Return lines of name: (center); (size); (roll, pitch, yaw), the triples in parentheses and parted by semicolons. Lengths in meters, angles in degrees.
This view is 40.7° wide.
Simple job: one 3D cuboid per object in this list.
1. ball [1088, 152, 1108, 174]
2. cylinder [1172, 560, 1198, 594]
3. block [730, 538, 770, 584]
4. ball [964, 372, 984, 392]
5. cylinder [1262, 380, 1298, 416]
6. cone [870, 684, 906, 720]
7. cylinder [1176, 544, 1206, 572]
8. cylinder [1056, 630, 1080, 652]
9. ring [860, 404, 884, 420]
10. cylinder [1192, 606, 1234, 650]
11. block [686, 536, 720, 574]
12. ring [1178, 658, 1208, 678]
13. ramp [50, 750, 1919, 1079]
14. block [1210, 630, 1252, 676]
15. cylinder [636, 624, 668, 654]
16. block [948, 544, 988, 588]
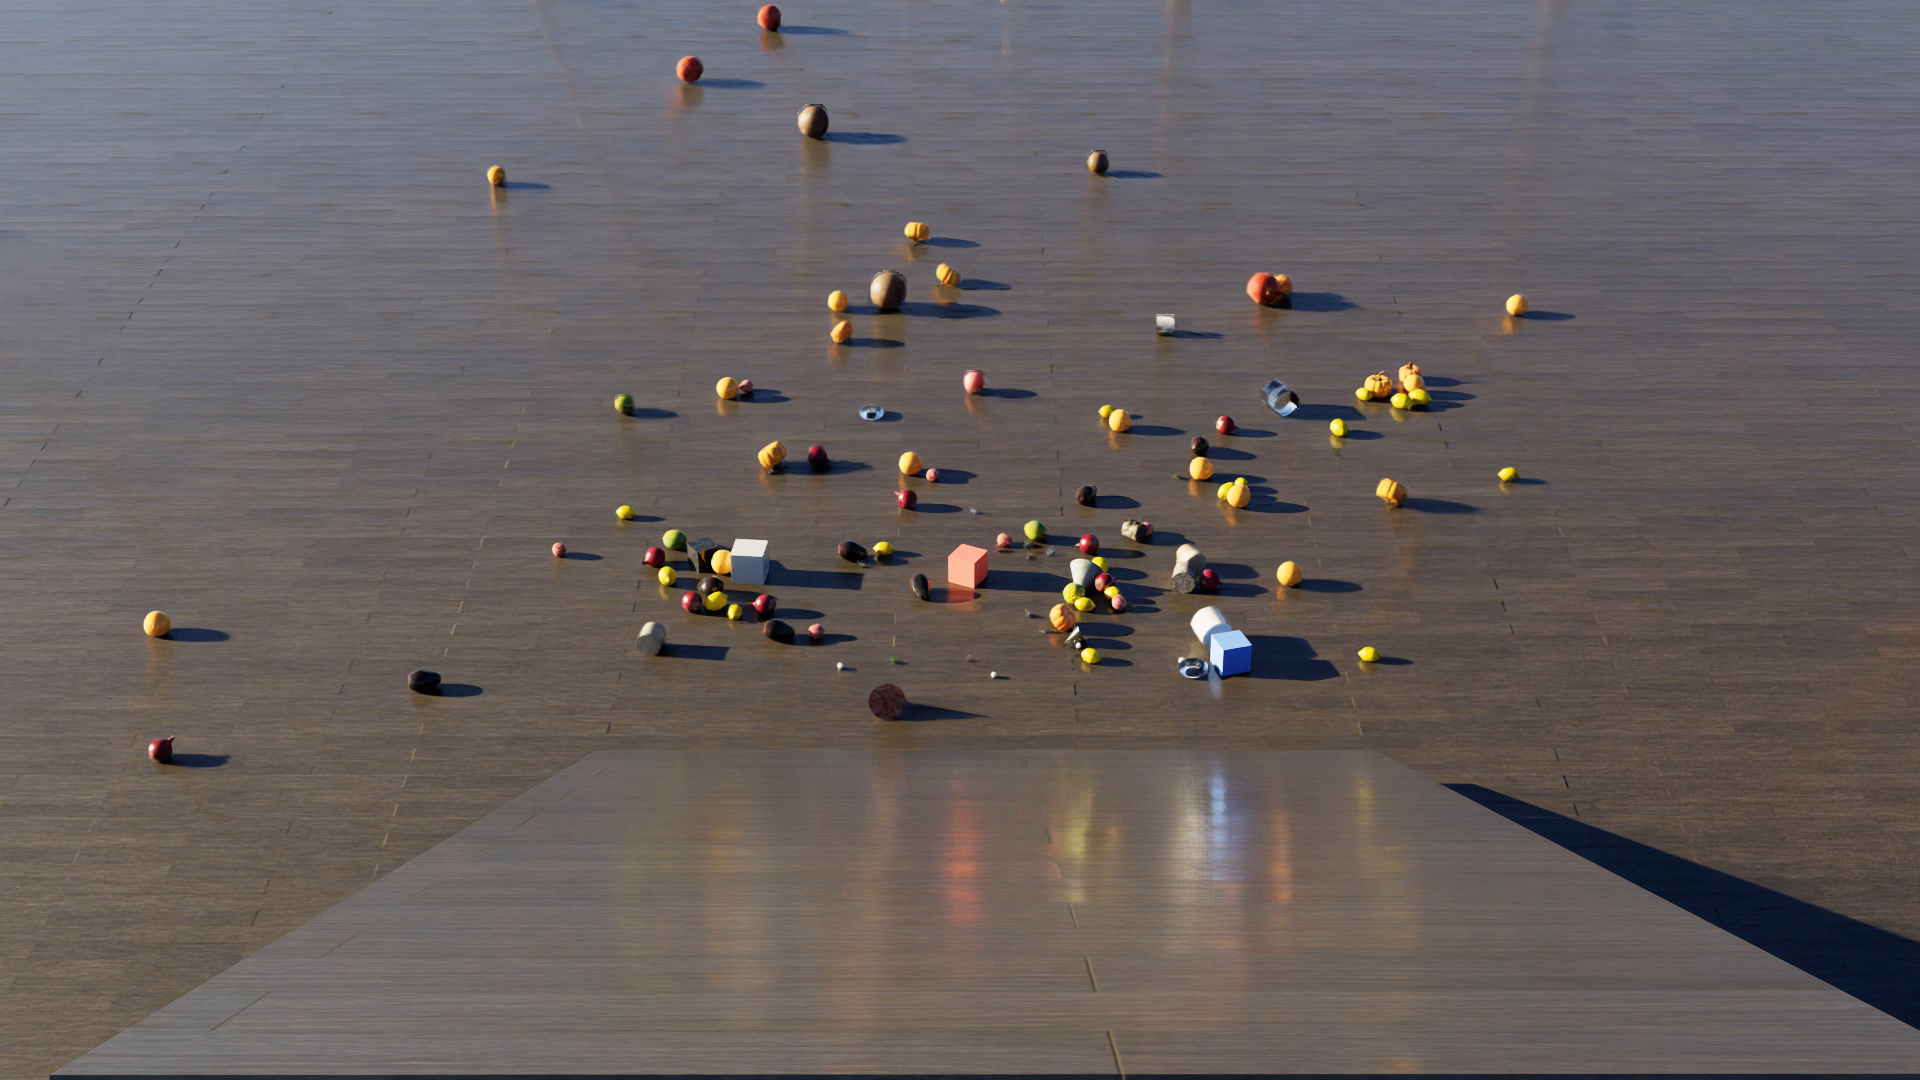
ball: (0.551, -1.505, 10.326); (0.086, 0.086, 0.086); (0, 30, 0)
cylinder: (0.652, 0.108, 7.512); (0.070, 0.070, 0.070); (6, 30, 10)
block: (-0.614, 0.064, 7.563); (0.095, 0.095, 0.095); (3, 30, 5)
ball: (0.048, -0.526, 8.623); (0.070, 0.070, 0.070); (0, 30, 0)
cylinder: (1.051, -0.466, 8.500); (0.088, 0.088, 0.088); (-11, 32, -19)
cone: (-0.202, 0.430, 6.971); (0.099, 0.099, 0.099); (-5, 3, -9)
cylinder: (0.679, 0.055, 7.609); (0.065, 0.065, 0.065); (-13, 32, -22)
cylinder: (0.304, 0.291, 7.244); (0.060, 0.060, 0.060); (-9, 24, 4)
ring: (-0.290, -0.418, 8.478); (0.080, 0.027, 0.080); (0, 31, 0)
cylinder: (0.707, 0.250, 7.240); (0.092, 0.092, 0.092); (-8, 31, -14)
block: (-0.756, 0.044, 7.625); (0.069, 0.069, 0.069); (-17, 34, -28)
ring: (0.642, 0.352, 7.126); (0.084, 0.028, 0.084); (-1, 30, 0)
ramp: (0.066, 0.594, 4.648); (2.000, 0.100, 4.000); (0, 0, 0)
block: (0.748, 0.312, 7.139); (0.084, 0.084, 0.084); (-9, 31, -15)
cylinder: (-0.860, 0.276, 7.218); (0.069, 0.069, 0.069); (9, 14, 15)
block: (0.024, 0.076, 7.553); (0.085, 0.085, 0.085); (15, 33, 24)
